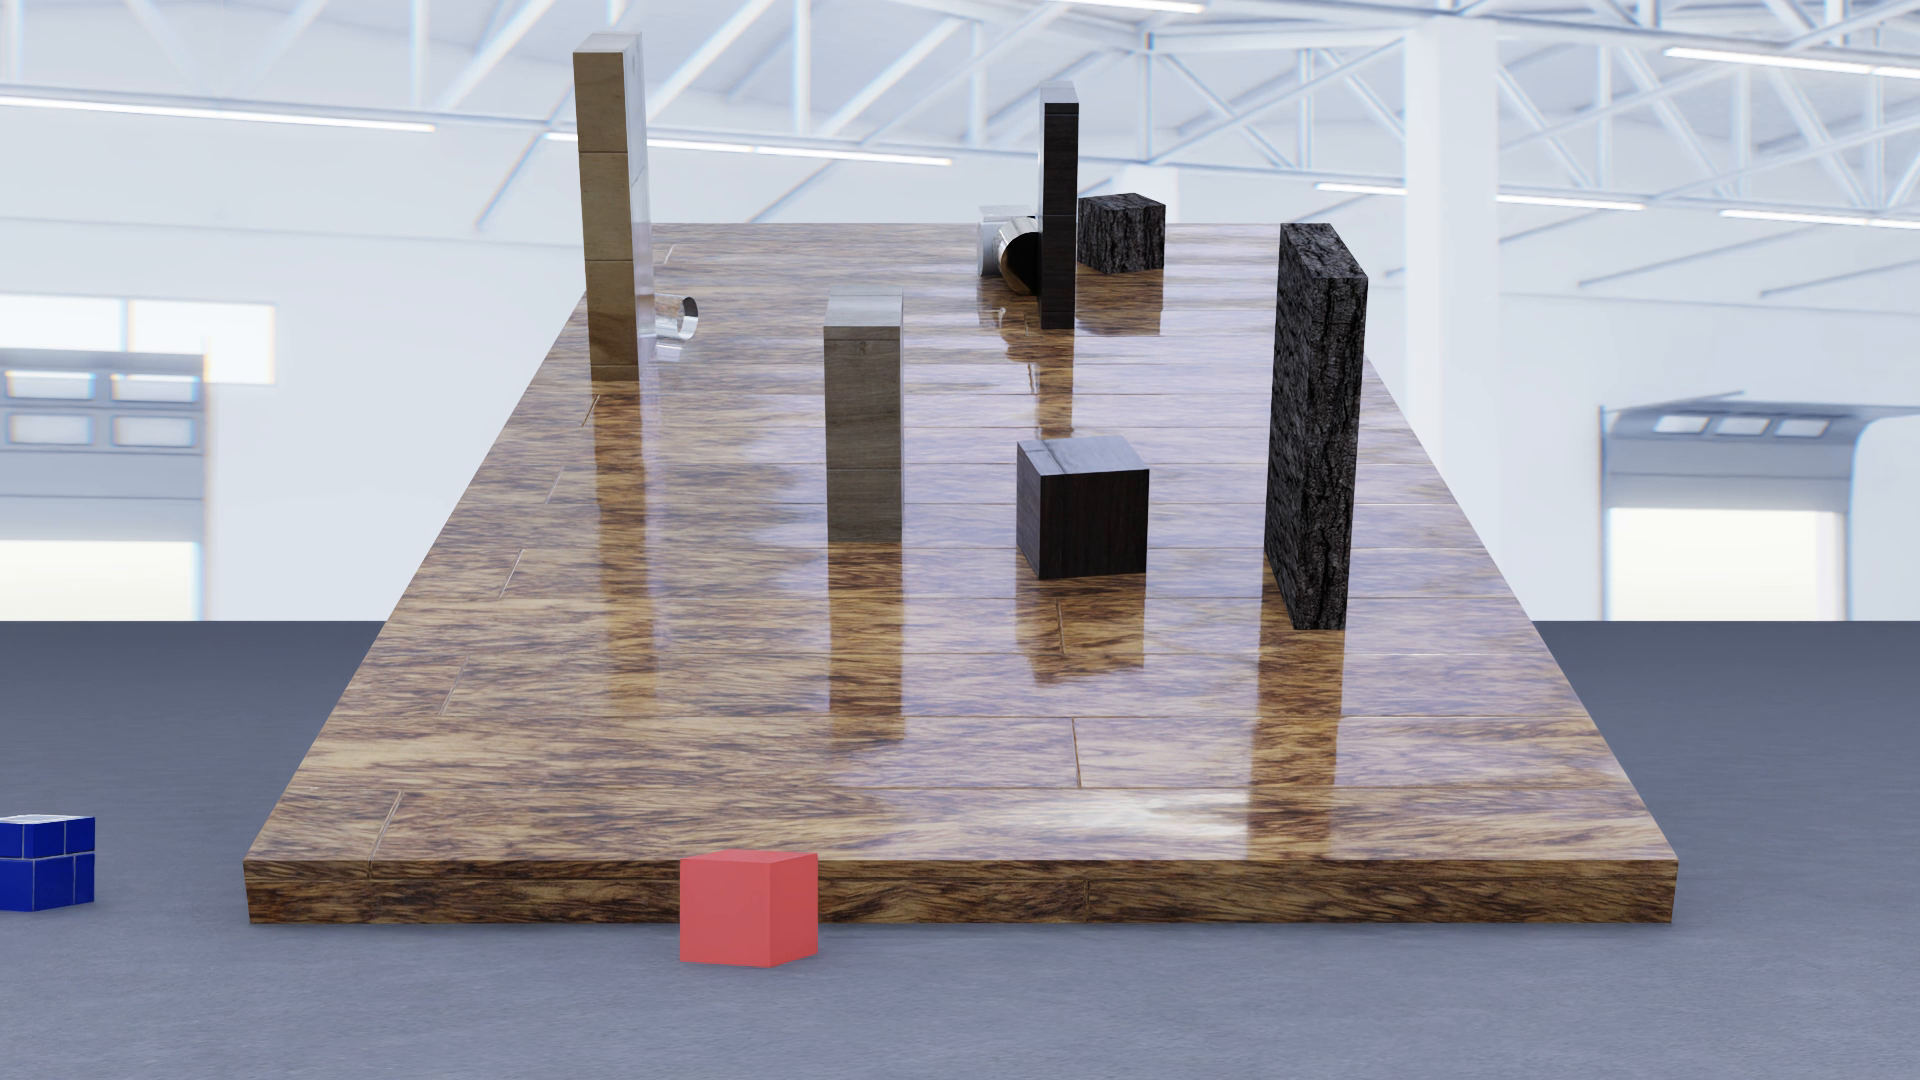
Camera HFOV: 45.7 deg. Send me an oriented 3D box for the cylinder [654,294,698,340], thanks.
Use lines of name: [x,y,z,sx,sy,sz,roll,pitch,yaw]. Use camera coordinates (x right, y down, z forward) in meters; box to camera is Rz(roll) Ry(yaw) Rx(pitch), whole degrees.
cylinder: [-0.728,-0.559,5.682,0.107,0.107,0.107,9,1,22]

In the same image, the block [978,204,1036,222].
block: [0.130,-0.858,6.426,0.146,0.146,0.146,-2,21,-5]

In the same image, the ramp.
ramp: [-0.005,-0.212,5.058,2.000,0.100,4.000,0,21,0]

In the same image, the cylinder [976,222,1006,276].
cylinder: [0.127,-0.806,6.287,0.146,0.146,0.146,-2,-2,-6]

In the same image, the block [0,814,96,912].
block: [-1.392,0.482,3.408,0.128,0.128,0.128,-1,-2,21]

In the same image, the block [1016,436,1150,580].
block: [0.225,-0.063,4.233,0.202,0.202,0.202,-4,21,-10]

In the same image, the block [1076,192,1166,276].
block: [0.451,-0.861,6.385,0.181,0.181,0.181,-9,23,-23]

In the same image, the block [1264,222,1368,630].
block: [0.623,-0.208,4.022,0.089,0.624,0.406,0,21,0]

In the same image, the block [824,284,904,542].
block: [-0.182,-0.249,4.409,0.141,0.425,0.309,0,21,0]

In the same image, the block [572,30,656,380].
block: [-0.809,-0.790,5.365,0.112,0.762,0.337,0,21,0]

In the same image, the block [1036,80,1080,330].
block: [0.248,-0.862,5.831,0.085,0.572,0.334,0,21,0]

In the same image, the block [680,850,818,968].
block: [-0.267,0.465,2.886,0.128,0.128,0.128,-1,-2,24]

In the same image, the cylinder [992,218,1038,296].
cylinder: [0.184,-0.765,6.137,0.175,0.175,0.175,0,20,-7]
